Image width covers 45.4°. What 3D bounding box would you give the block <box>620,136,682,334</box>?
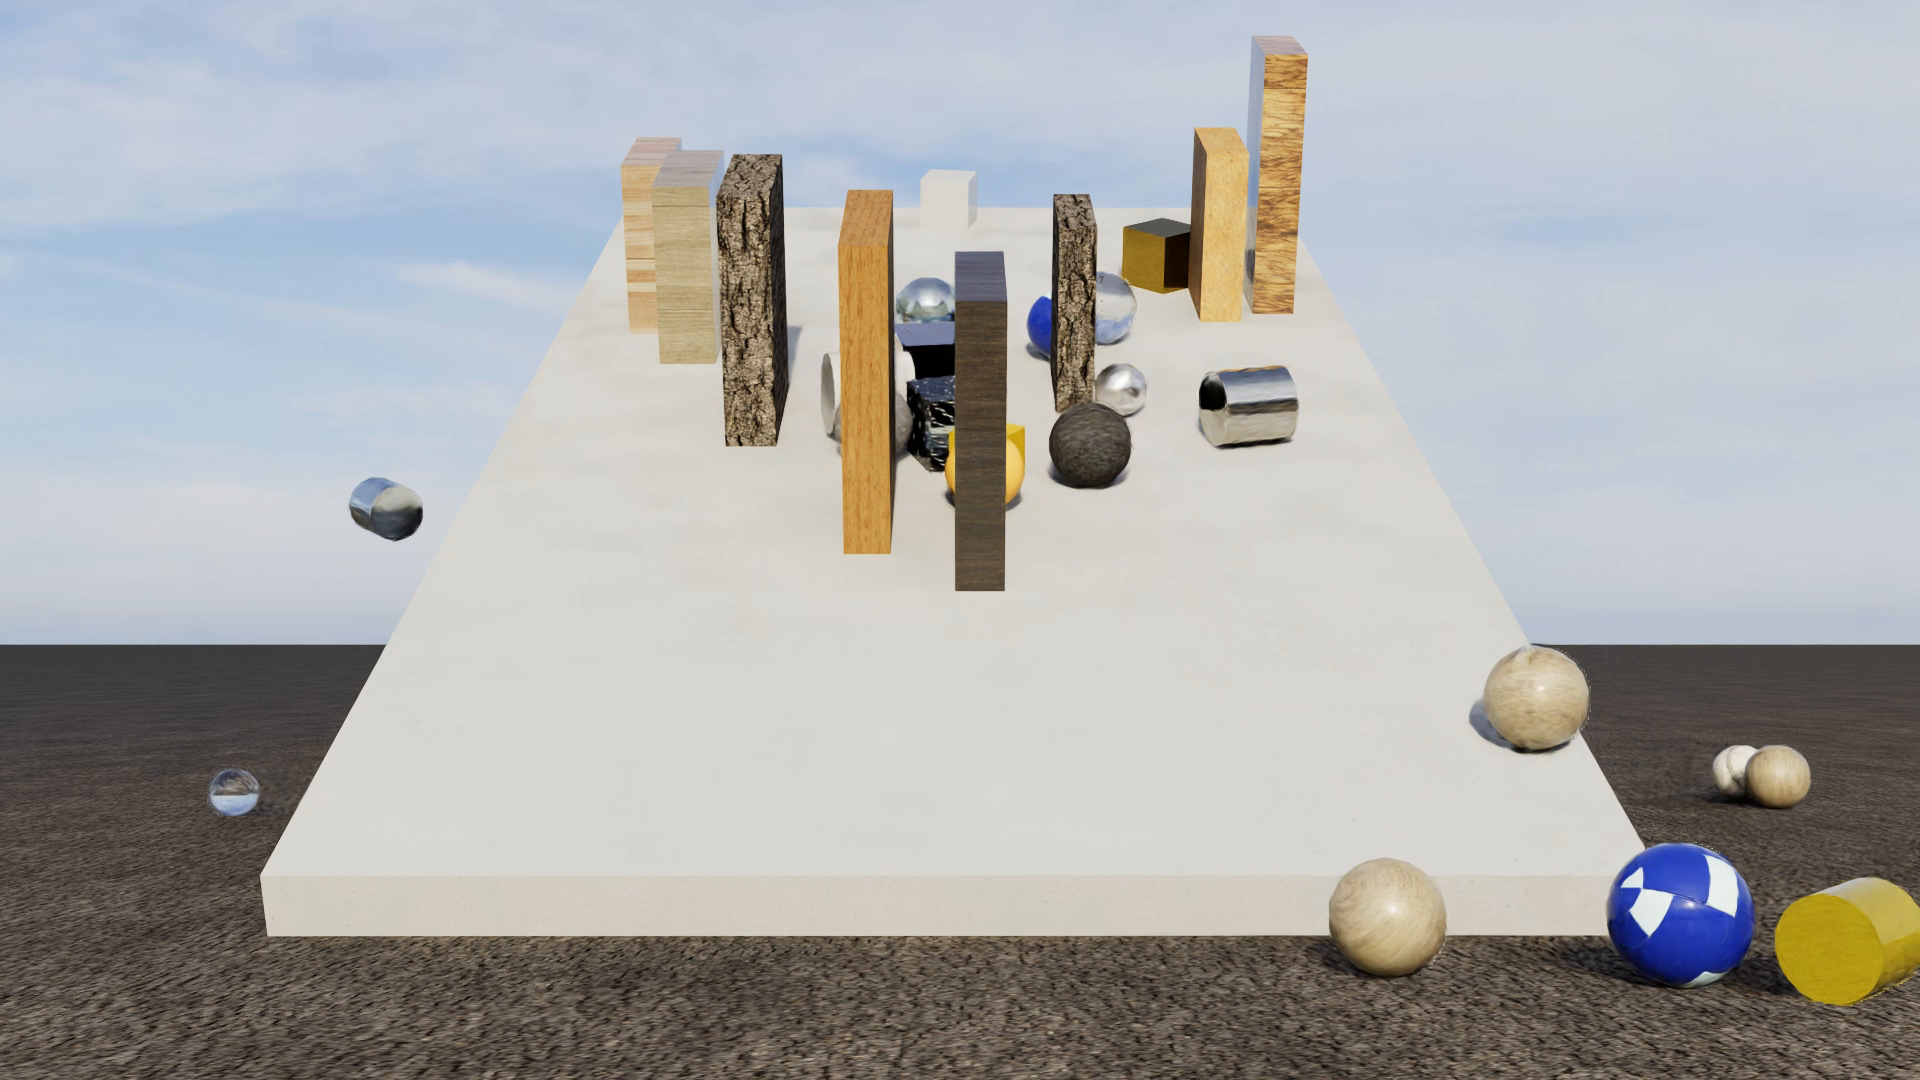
[{"bbox_3d":[-0.772,-0.777,5.827,0.113,0.426,0.333,0,22,0],"label":"block"}]

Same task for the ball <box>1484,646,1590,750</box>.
[{"bbox_3d":[0.912,0.250,3.634,0.164,0.164,0.164,0,-2,0],"label":"ball"}]

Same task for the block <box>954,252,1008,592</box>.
[{"bbox_3d":[0.037,-0.226,4.292,0.092,0.553,0.349,0,22,0],"label":"block"}]

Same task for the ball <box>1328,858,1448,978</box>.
[{"bbox_3d":[0.544,0.480,2.921,0.150,0.150,0.150,0,-2,0],"label":"ball"}]

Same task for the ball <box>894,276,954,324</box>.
[{"bbox_3d":[-0.076,-0.557,5.620,0.175,0.175,0.175,0,-2,0],"label":"ball"}]

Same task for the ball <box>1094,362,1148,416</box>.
[{"bbox_3d":[0.361,-0.339,5.154,0.119,0.119,0.119,0,-2,0],"label":"ball"}]

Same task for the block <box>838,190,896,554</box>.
[{"bbox_3d":[-0.178,-0.337,4.494,0.090,0.606,0.443,0,22,0],"label":"block"}]

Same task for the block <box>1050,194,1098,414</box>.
[{"bbox_3d":[0.259,-0.545,5.254,0.084,0.426,0.324,0,22,0],"label":"block"}]

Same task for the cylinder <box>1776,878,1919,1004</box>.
[{"bbox_3d":[1.062,0.476,2.735,0.130,0.130,0.130,-2,1,44],"label":"cylinder"}]

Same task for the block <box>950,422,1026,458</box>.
[{"bbox_3d":[0.057,-0.175,4.753,0.114,0.114,0.114,13,25,29],"label":"block"}]

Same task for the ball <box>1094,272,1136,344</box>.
[{"bbox_3d":[0.348,-0.573,5.662,0.176,0.176,0.176,0,-2,0],"label":"ball"}]

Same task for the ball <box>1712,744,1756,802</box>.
[{"bbox_3d":[2.042,0.611,5.992,0.151,0.151,0.151,0,-2,0],"label":"ball"}]

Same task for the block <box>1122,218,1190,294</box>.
[{"bbox_3d":[0.546,-0.764,6.167,0.155,0.155,0.155,-18,28,-38],"label":"block"}]

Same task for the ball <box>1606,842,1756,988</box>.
[{"bbox_3d":[0.889,0.463,2.833,0.177,0.177,0.177,0,-2,0],"label":"ball"}]

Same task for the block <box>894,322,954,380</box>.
[{"bbox_3d":[-0.058,-0.385,5.194,0.172,0.172,0.172,-3,22,-9],"label":"block"}]

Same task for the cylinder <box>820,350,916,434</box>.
[{"bbox_3d":[-0.201,-0.322,5.015,0.179,0.179,0.179,-2,-2,-13],"label":"cylinder"}]

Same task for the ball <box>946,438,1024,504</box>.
[{"bbox_3d":[0.050,-0.139,4.601,0.160,0.160,0.160,0,-2,0],"label":"ball"}]

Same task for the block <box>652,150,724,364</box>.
[{"bbox_3d":[-0.655,-0.697,5.620,0.134,0.434,0.392,0,22,0],"label":"block"}]

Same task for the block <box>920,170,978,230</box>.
[{"bbox_3d":[-0.032,-1.008,6.786,0.142,0.142,0.142,4,22,10],"label":"block"}]

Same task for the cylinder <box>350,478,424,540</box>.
[{"bbox_3d":[-1.155,-0.063,4.621,0.111,0.111,0.111,2,8,-37],"label":"cylinder"}]

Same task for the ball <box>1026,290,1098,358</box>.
[{"bbox_3d":[0.246,-0.519,5.532,0.173,0.173,0.173,0,-2,0],"label":"ball"}]

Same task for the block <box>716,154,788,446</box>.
[{"bbox_3d":[-0.453,-0.534,5.060,0.110,0.549,0.412,0,22,0],"label":"block"}]

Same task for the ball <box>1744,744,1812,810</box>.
[{"bbox_3d":[2.057,0.596,5.777,0.161,0.161,0.161,0,-2,0],"label":"ball"}]

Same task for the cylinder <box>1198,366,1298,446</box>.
[{"bbox_3d":[0.625,-0.292,4.978,0.162,0.162,0.162,-6,-1,-16],"label":"cylinder"}]

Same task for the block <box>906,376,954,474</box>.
[{"bbox_3d":[-0.013,-0.249,4.878,0.158,0.158,0.158,-8,23,-18],"label":"block"}]

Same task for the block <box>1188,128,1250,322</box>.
[{"bbox_3d":[0.665,-0.817,5.923,0.105,0.434,0.320,0,22,0],"label":"block"}]

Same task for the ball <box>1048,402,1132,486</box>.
[{"bbox_3d":[0.269,-0.197,4.730,0.172,0.172,0.172,0,-2,0],"label":"ball"}]

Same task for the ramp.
[{"bbox_3d":[-0.006,-0.220,5.152,2.000,0.100,4.000,0,22,0],"label":"ramp"}]

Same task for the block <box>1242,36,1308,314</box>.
[{"bbox_3d":[0.808,-0.944,5.931,0.106,0.665,0.279,0,22,0],"label":"block"}]

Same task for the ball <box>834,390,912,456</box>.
[{"bbox_3d":[-0.183,-0.247,4.859,0.167,0.167,0.167,0,-2,0],"label":"ball"}]

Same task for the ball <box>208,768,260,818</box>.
[{"bbox_3d":[-1.743,0.608,5.511,0.116,0.116,0.116,0,-2,0],"label":"ball"}]
